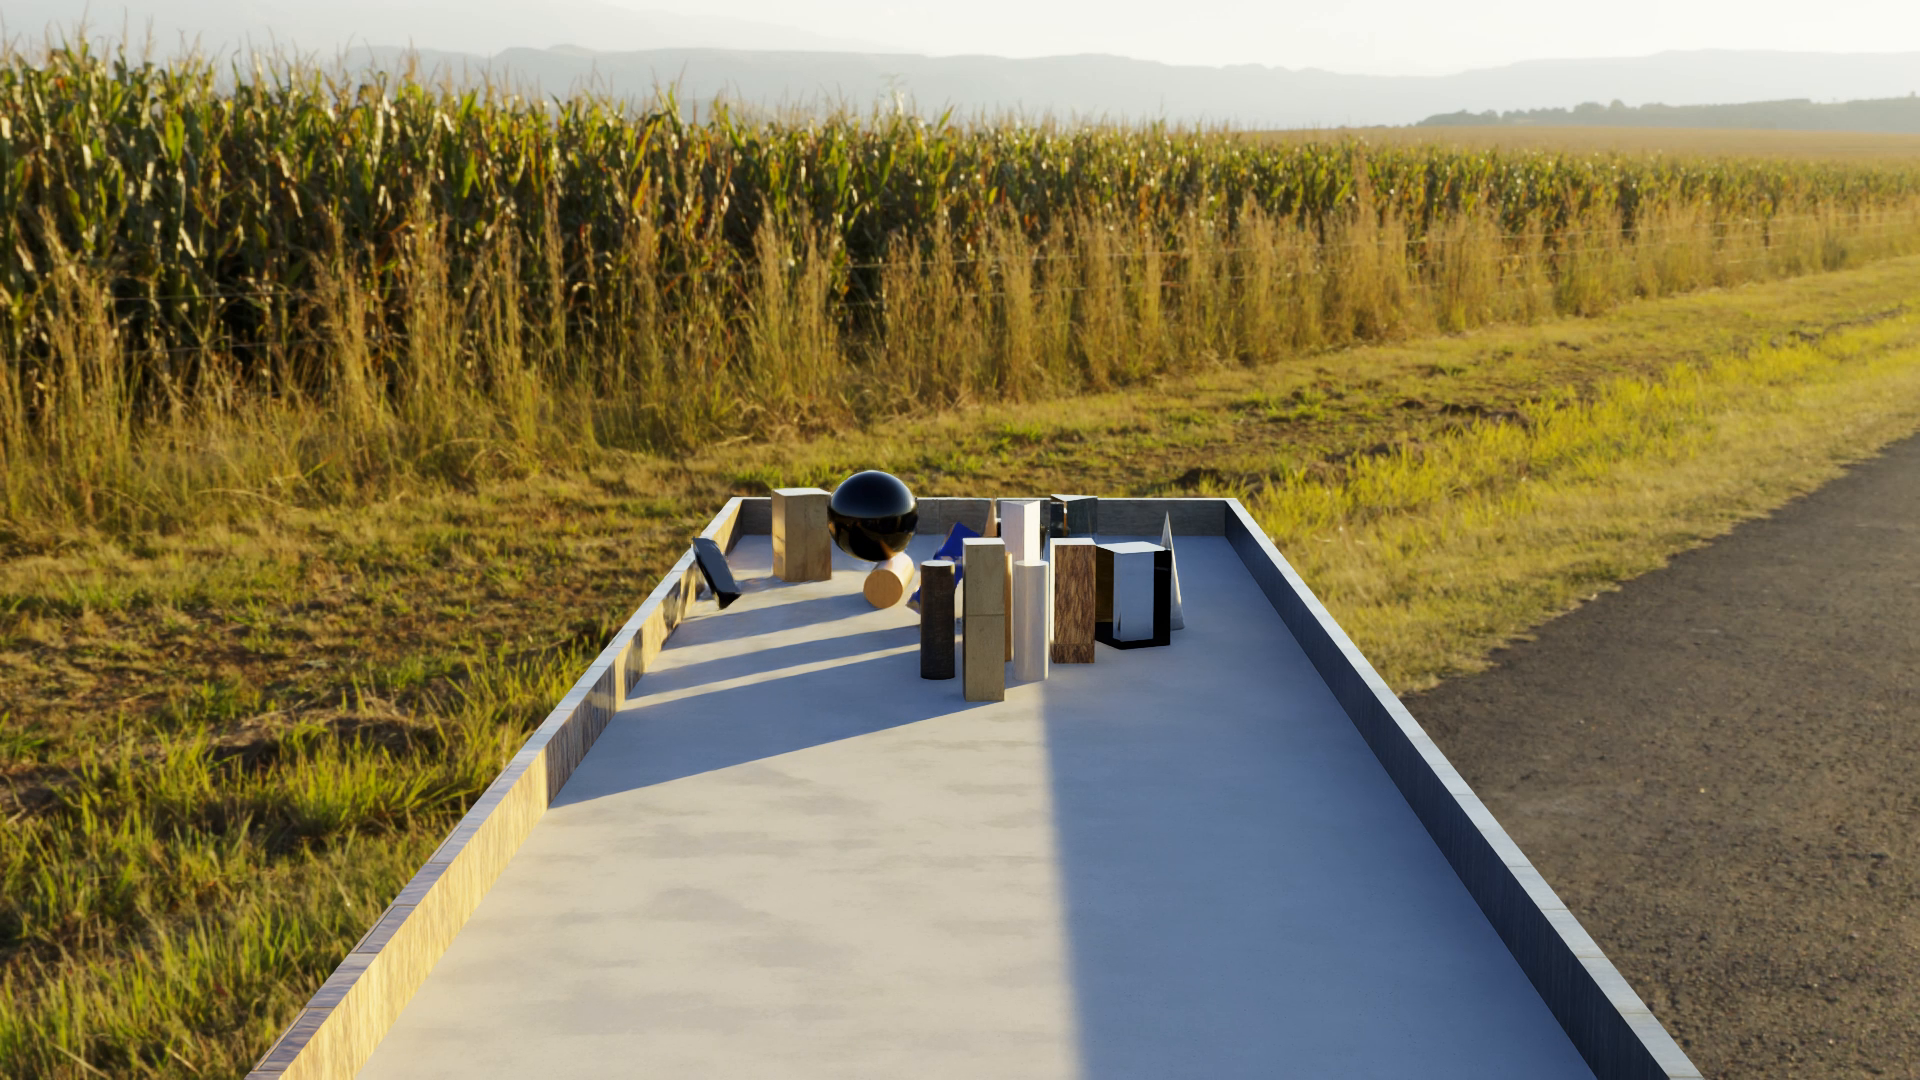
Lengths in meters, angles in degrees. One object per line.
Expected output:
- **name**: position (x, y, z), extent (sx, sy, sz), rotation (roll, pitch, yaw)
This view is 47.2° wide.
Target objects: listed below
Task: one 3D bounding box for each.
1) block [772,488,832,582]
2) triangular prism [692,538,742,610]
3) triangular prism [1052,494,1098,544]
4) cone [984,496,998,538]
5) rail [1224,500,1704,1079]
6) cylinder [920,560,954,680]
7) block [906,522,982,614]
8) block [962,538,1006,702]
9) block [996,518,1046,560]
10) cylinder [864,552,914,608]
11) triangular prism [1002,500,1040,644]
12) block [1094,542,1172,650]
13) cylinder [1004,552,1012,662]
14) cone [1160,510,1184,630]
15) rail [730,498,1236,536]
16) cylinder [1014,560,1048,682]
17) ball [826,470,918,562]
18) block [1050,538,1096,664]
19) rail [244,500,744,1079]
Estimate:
- **block**: position (-0.583, -0.020, 8.116), extent (0.175, 0.320, 0.175), rotation (-3, 10, -19)
- **triangular prism**: position (-0.850, 0.101, 7.526), extent (0.078, 0.090, 0.302), rotation (46, 9, -45)
- **triangular prism**: position (0.347, 0.069, 7.207), extent (0.155, 0.427, 0.134), rotation (-9, 12, -44)
- **cone**: position (0.097, 0.042, 7.308), extent (0.127, 0.443, 0.127), rotation (4, -20, 2)
- **rail**: position (1.046, 0.843, 3.208), extent (0.050, 0.150, 12.000), rotation (0, 9, 1)
- **cylinder**: position (-0.066, 0.235, 6.450), extent (0.102, 0.338, 0.102), rotation (0, 9, 0)
- **block**: position (-0.050, 0.106, 7.286), extent (0.105, 0.311, 0.105), rotation (32, -20, -6)
- **block**: position (0.066, 0.223, 6.176), extent (0.109, 0.445, 0.109), rotation (-1, 9, -5)
- **block**: position (0.172, 0.092, 7.402), extent (0.152, 0.304, 0.152), rotation (5, 6, -23)
- **cylinder**: position (-0.247, 0.137, 7.715), extent (0.134, 0.134, 0.382), rotation (1, 9, 5)
- **triangular prism**: position (0.207, 0.101, 6.943), extent (0.104, 0.447, 0.120), rotation (-6, 11, -34)
- **block**: position (0.544, 0.174, 6.940), extent (0.178, 0.305, 0.178), rotation (-4, 10, -24)
- **cylinder**: position (0.094, 0.202, 6.686), extent (0.127, 0.327, 0.127), rotation (0, 9, 0)
- **cone**: position (0.674, 0.093, 7.180), extent (0.127, 0.389, 0.127), rotation (0, 9, 0)
- **rail**: position (0.099, -0.098, 9.147), extent (2.100, 0.150, 0.050), rotation (0, 9, 1)
- **cylinder**: position (0.208, 0.236, 6.429), extent (0.101, 0.342, 0.101), rotation (0, 9, 0)
- **ball**: position (-0.306, -0.083, 7.703), extent (0.321, 0.321, 0.321), rotation (0, 9, 0)
- **block**: position (0.342, 0.184, 6.687), extent (0.124, 0.364, 0.124), rotation (0, 9, -3)
- **rail**: position (-1.004, 0.839, 3.234), extent (0.050, 0.150, 12.000), rotation (0, 9, 1)
